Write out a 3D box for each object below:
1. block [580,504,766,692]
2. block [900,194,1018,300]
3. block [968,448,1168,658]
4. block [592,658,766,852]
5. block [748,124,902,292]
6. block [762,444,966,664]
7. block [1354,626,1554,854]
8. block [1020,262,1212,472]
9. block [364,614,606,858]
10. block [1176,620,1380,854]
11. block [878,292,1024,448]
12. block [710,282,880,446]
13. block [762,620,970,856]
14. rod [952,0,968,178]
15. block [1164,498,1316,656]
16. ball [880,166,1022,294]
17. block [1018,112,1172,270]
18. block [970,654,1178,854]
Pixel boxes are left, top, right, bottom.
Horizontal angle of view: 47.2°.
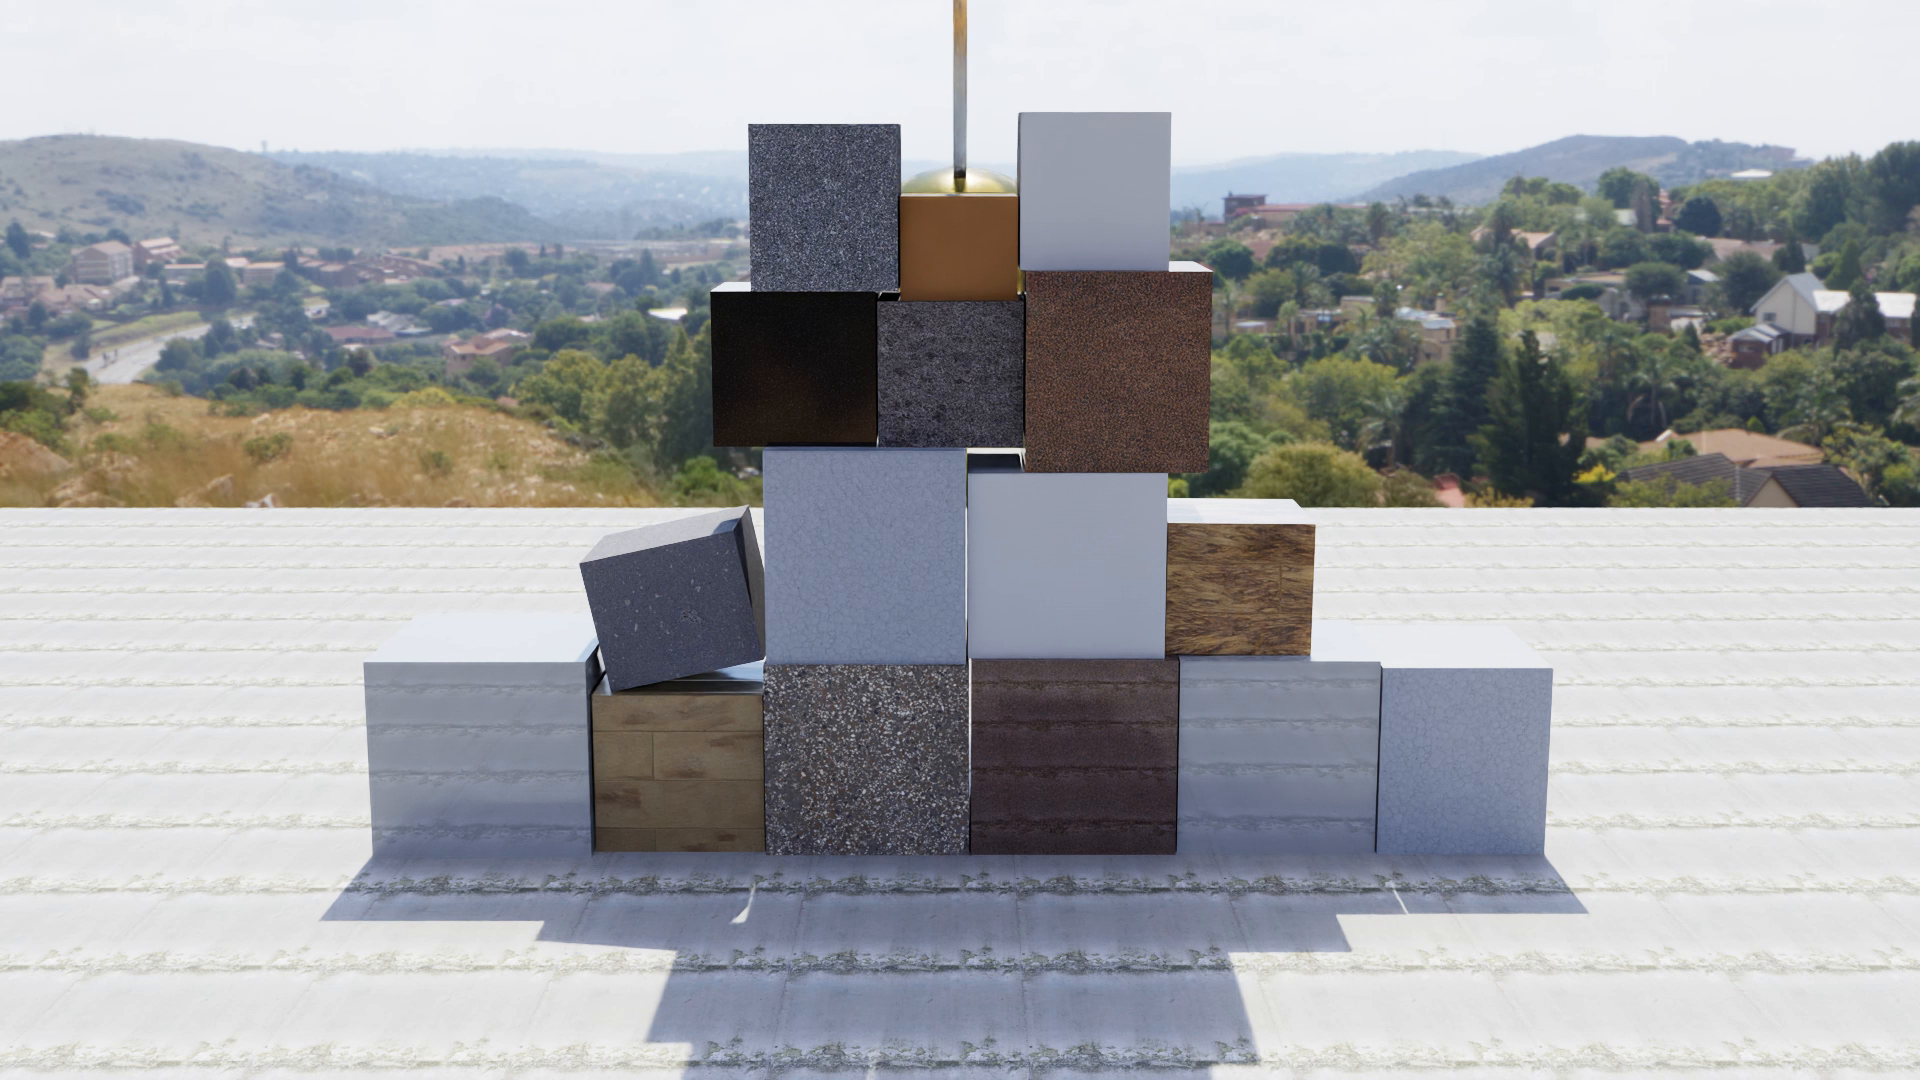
[{"bbox_3d":[-1.420,0.285,11.228,0.779,0.665,0.779,-12,10,2],"label":"block"},{"bbox_3d":[-0.004,-1.459,10.906,0.569,0.501,0.581,0,10,0],"label":"block"},{"bbox_3d":[0.523,0.052,11.177,0.970,0.920,0.883,0,10,0],"label":"block"},{"bbox_3d":[-1.396,1.081,11.371,0.843,0.804,0.914,0,10,0],"label":"block"},{"bbox_3d":[-0.654,-1.654,10.888,0.711,0.796,0.703,0,10,0],"label":"block"},{"bbox_3d":[-0.462,0.002,11.192,0.981,1.055,0.999,0,10,0],"label":"block"},{"bbox_3d":[2.494,1.010,11.344,0.834,0.954,0.963,0,10,0],"label":"block"},{"bbox_3d":[0.762,-0.882,11.019,0.890,0.974,0.861,0,10,0],"label":"block"},{"bbox_3d":[-2.369,0.984,11.366,1.083,0.997,1.126,0,10,0],"label":"block"},{"bbox_3d":[1.574,0.994,11.350,0.985,0.984,0.946,0,10,0],"label":"block"},{"bbox_3d":[-0.046,-0.865,11.025,0.706,0.710,0.710,0,10,0],"label":"block"},{"bbox_3d":[-0.808,-0.891,11.036,0.798,0.759,0.686,0,10,0],"label":"block"},{"bbox_3d":[-0.460,0.999,11.364,1.010,0.968,1.037,0,10,0],"label":"block"},{"bbox_3d":[0.000,-4.332,11.306,0.080,5.200,0.080,0,31,0],"label":"rod"},{"bbox_3d":[1.383,0.176,11.230,0.724,0.661,0.757,1,10,0],"label":"block"},{"bbox_3d":[0.000,-1.404,13.033,1.600,1.600,1.600,0,10,0],"label":"ball"},{"bbox_3d":[0.650,-1.729,10.862,0.720,0.749,0.619,0,10,0],"label":"block"},{"bbox_3d":[0.563,0.987,11.369,1.016,0.990,1.038,0,10,0],"label":"block"}]
